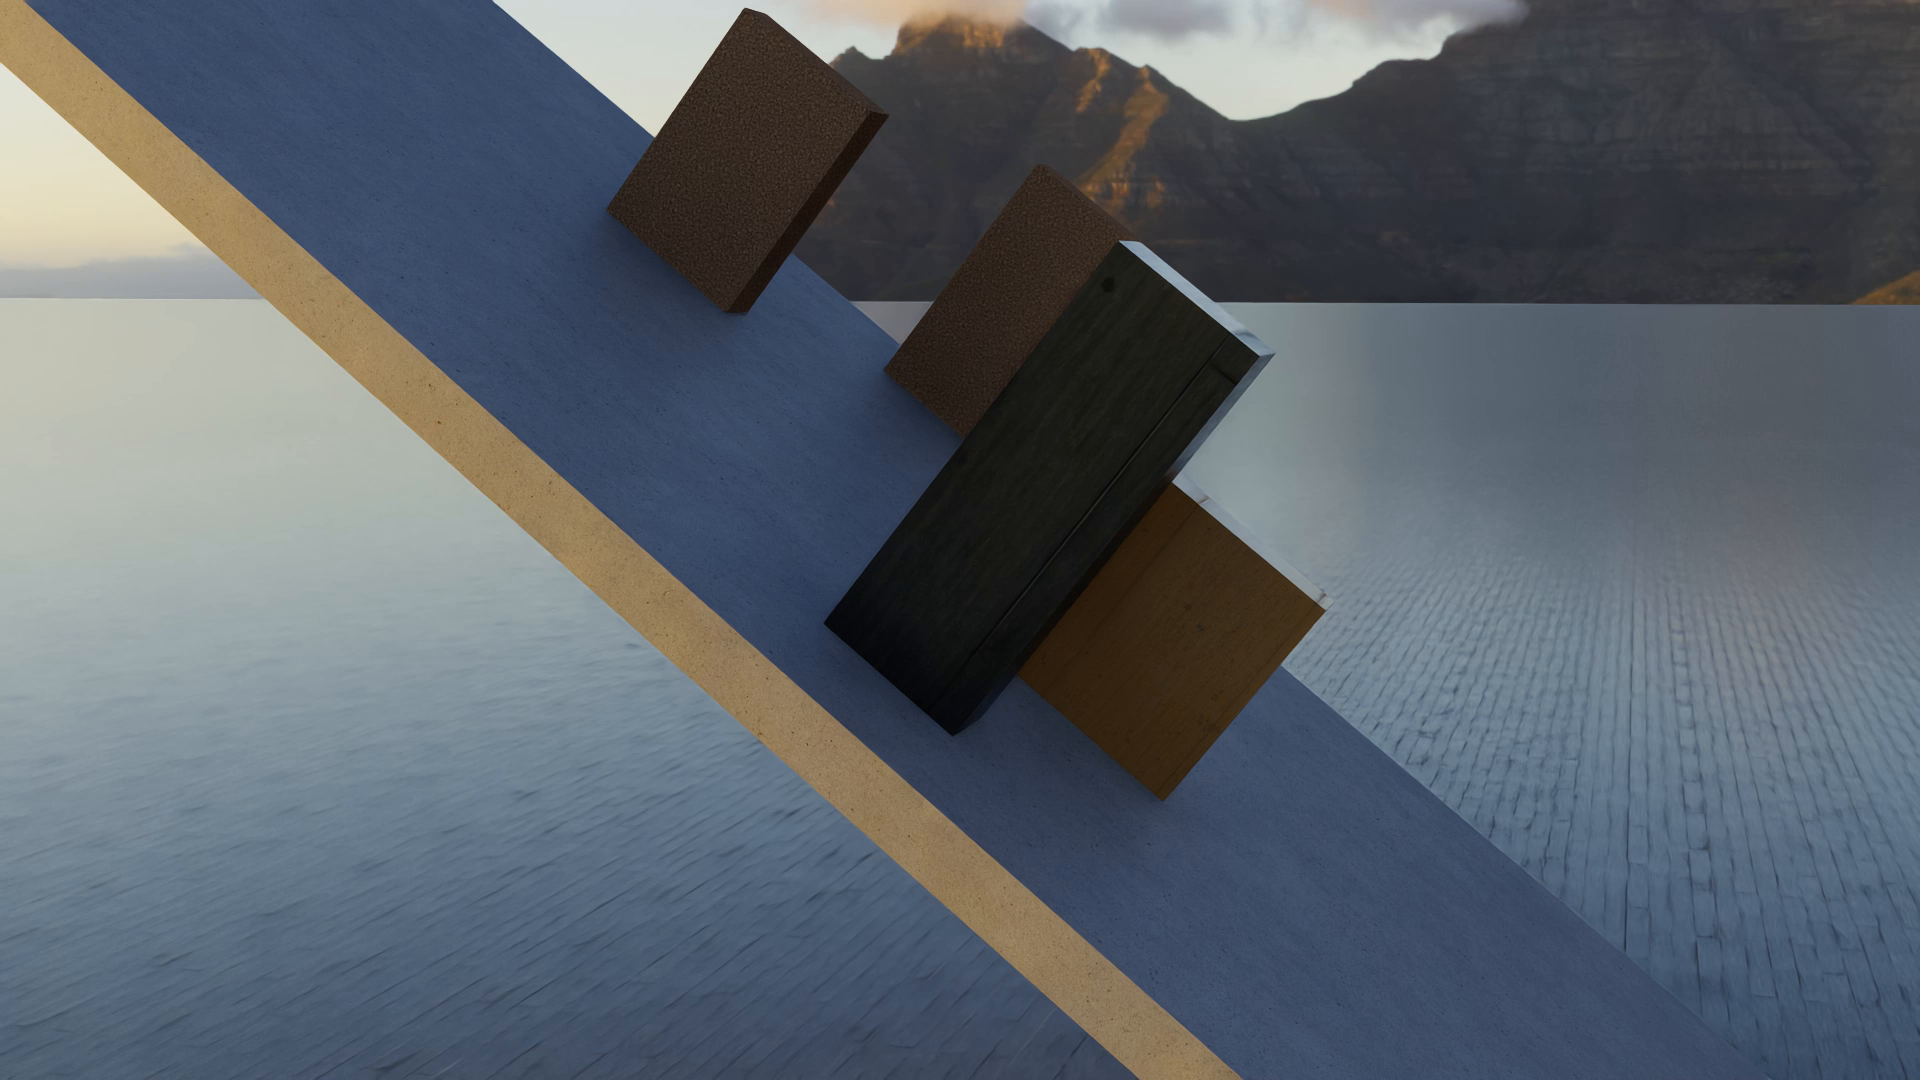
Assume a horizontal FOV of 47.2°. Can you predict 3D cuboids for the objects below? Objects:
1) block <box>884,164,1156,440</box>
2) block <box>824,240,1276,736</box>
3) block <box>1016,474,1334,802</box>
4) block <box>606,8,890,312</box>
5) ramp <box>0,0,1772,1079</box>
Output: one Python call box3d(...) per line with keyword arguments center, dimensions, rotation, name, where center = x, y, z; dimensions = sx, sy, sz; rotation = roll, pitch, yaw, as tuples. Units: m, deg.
box3d(center=(0.126, -0.489, 4.731), dimensions=(0.304, 0.560, 0.096), rotation=(41, 16, 9), name="block")
box3d(center=(0.129, -0.074, 3.280), dimensions=(0.262, 0.730, 0.146), rotation=(41, 16, 9), name="block")
box3d(center=(0.341, 0.151, 3.676), dimensions=(0.366, 0.424, 0.106), rotation=(41, 16, 9), name="block")
box3d(center=(-0.426, -0.751, 4.381), dimensions=(0.331, 0.495, 0.113), rotation=(41, 16, 9), name="block")
box3d(center=(-0.023, 0.076, 4.051), dimensions=(4.000, 0.100, 2.000), rotation=(41, 16, 9), name="ramp")
